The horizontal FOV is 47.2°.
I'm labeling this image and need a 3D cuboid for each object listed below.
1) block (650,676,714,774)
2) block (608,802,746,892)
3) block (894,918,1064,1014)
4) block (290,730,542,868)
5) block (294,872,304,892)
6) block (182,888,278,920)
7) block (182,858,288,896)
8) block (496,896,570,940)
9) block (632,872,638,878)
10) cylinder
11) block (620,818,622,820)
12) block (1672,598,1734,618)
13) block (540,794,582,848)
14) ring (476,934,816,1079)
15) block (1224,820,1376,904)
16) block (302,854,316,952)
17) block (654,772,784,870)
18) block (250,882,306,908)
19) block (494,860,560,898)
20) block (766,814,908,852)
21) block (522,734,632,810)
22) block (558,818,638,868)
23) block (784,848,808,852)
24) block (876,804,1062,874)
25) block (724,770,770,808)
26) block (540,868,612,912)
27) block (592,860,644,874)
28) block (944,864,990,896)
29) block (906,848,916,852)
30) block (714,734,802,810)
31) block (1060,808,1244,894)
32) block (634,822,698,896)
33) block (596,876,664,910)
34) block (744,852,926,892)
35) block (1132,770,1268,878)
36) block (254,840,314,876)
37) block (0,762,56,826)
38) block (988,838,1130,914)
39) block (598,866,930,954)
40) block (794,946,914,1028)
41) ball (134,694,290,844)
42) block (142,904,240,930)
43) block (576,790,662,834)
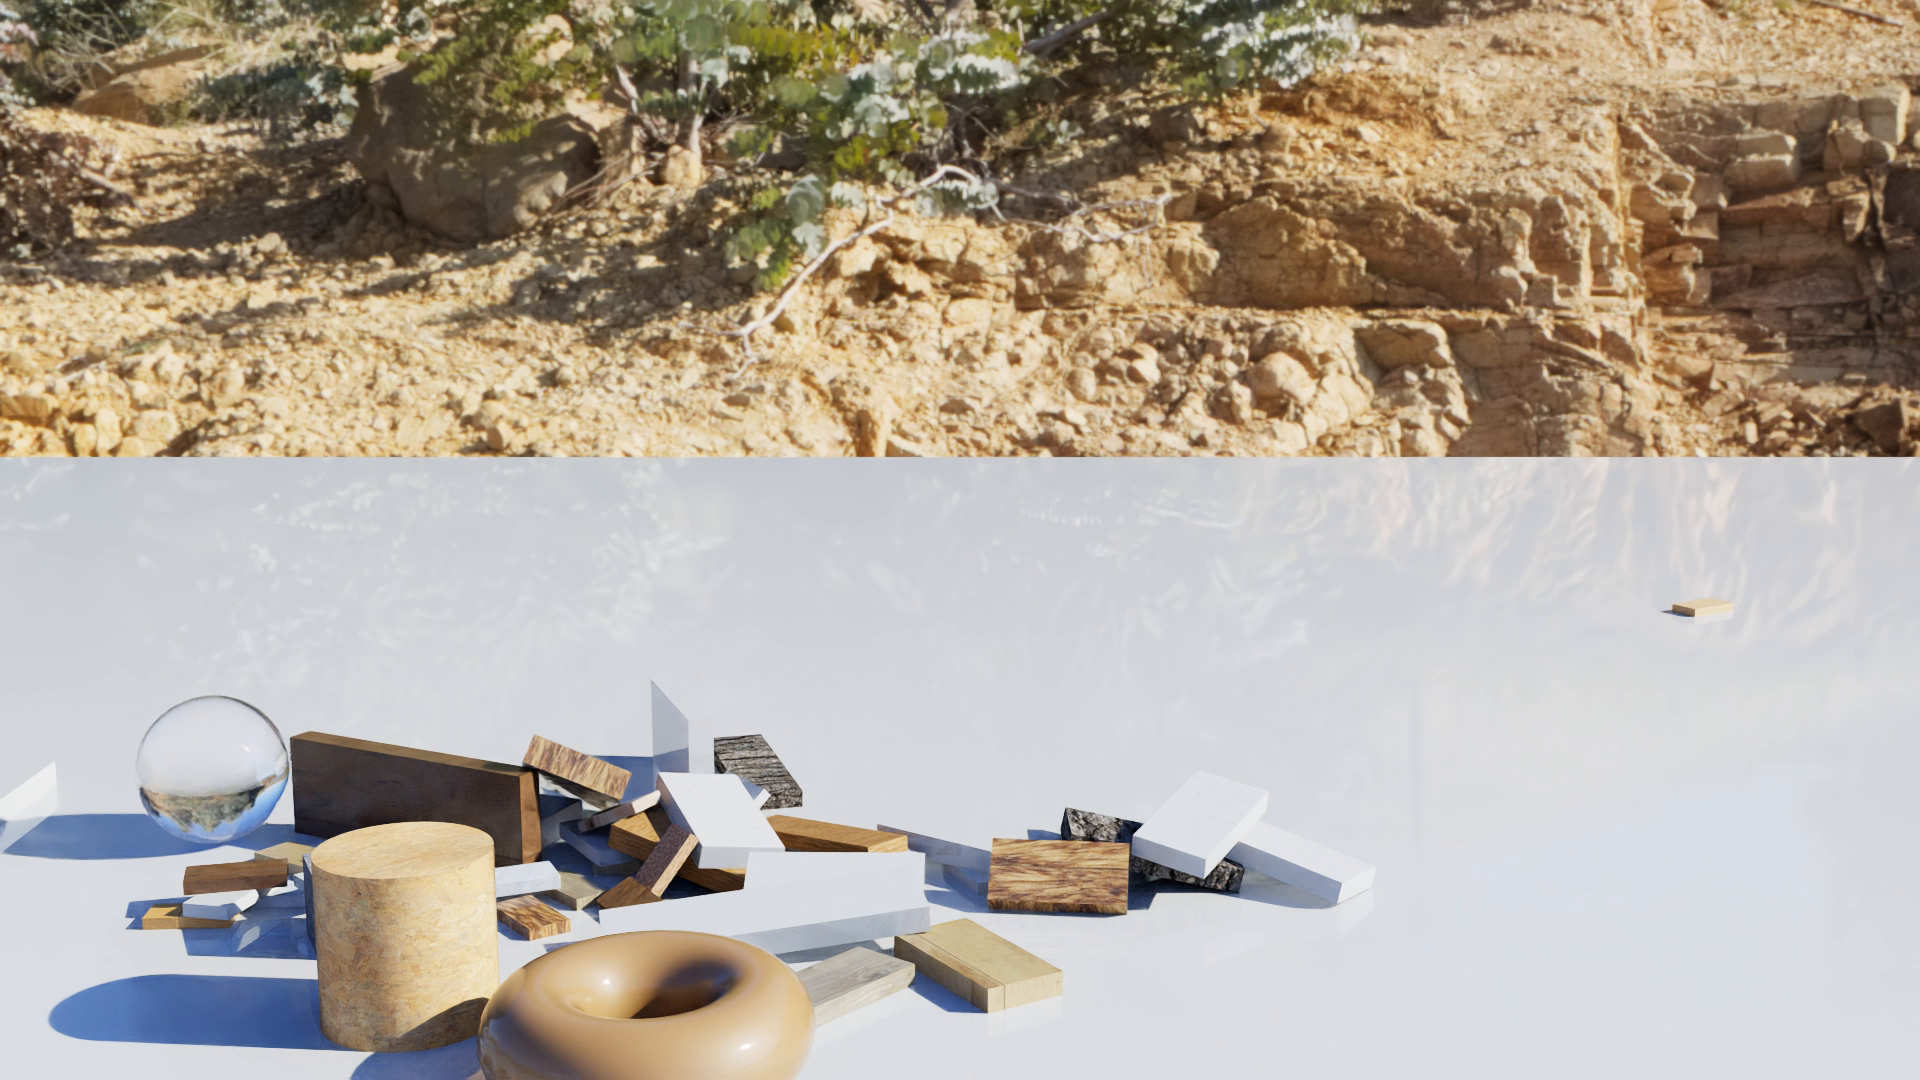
[{"bbox_3d":[-0.543,0.389,4.289,0.048,0.168,0.337,-4,11,-19],"label":"block"},{"bbox_3d":[-0.433,0.528,3.719,0.288,0.041,0.144,18,17,22],"label":"block"},{"bbox_3d":[0.025,0.638,3.310,0.132,0.037,0.264,-7,12,-32],"label":"block"},{"bbox_3d":[-0.963,0.461,3.874,0.524,0.179,0.051,6,12,27],"label":"block"},{"bbox_3d":[-1.008,0.549,3.587,0.136,0.019,0.068,-9,14,-40],"label":"block"},{"bbox_3d":[-1.183,0.577,3.572,0.079,0.022,0.158,2,11,12],"label":"block"},{"bbox_3d":[-1.182,0.550,3.595,0.160,0.023,0.080,-3,11,-15],"label":"block"},{"bbox_3d":[-0.689,0.606,3.528,0.071,0.020,0.142,-8,13,-36],"label":"block"},{"bbox_3d":[-0.530,0.579,3.694,0.045,0.013,0.090,-1,11,-5],"label":"block"},{"bbox_3d":[-0.788,0.561,3.135,0.252,0.252,0.252,0,11,0],"label":"cylinder"},{"bbox_3d":[-0.535,0.498,4.014,0.182,0.026,0.091,-1,-9,-4],"label":"block"},{"bbox_3d":[1.968,0.178,5.828,0.151,0.021,0.076,-7,12,-32],"label":"block"},{"bbox_3d":[-0.889,0.501,4.008,0.357,0.051,0.179,4,11,22],"label":"block"},{"bbox_3d":[-0.416,0.652,2.932,0.447,0.149,0.447,0,12,0],"label":"ring"},{"bbox_3d":[0.552,0.535,3.712,0.264,0.037,0.132,19,15,32],"label":"block"},{"bbox_3d":[-0.951,0.565,3.446,0.130,0.130,0.130,-5,11,-23],"label":"block"},{"bbox_3d":[-0.414,0.478,3.757,0.144,0.041,0.288,5,17,-24],"label":"block"},{"bbox_3d":[-0.989,0.584,3.646,0.353,0.019,0.068,-1,11,-4],"label":"block"},{"bbox_3d":[-0.750,0.564,3.638,0.160,0.023,0.080,-5,12,-23],"label":"block"},{"bbox_3d":[-0.241,0.518,3.834,0.338,0.026,0.091,2,8,45],"label":"block"},{"bbox_3d":[-0.691,0.420,3.926,0.179,0.051,0.357,23,-14,-7],"label":"block"},{"bbox_3d":[-0.617,0.521,3.820,0.095,0.027,0.190,-6,12,-31],"label":"block"},{"bbox_3d":[-0.262,0.543,3.875,0.058,0.016,0.115,-10,15,-44],"label":"block"},{"bbox_3d":[0.018,0.521,3.808,0.296,0.042,0.148,8,13,37],"label":"block"},{"bbox_3d":[-0.417,0.479,4.094,0.071,0.020,0.142,-50,32,-17],"label":"block"},{"bbox_3d":[-0.645,0.581,3.660,0.071,0.020,0.142,-9,14,-41],"label":"block"},{"bbox_3d":[-0.530,0.551,3.804,0.190,0.027,0.095,1,11,4],"label":"block"},{"bbox_3d":[0.035,0.566,3.740,0.076,0.021,0.151,-4,11,-22],"label":"block"},{"bbox_3d":[-0.145,0.546,3.747,0.135,0.019,0.067,-9,14,-40],"label":"block"},{"bbox_3d":[-0.407,0.453,4.317,0.113,0.032,0.410,-3,11,-16],"label":"block"},{"bbox_3d":[0.323,0.525,3.730,0.296,0.042,0.148,12,10,-4],"label":"block"},{"bbox_3d":[-0.492,0.538,3.619,0.020,0.142,0.071,41,-13,-31],"label":"block"},{"bbox_3d":[-0.530,0.588,3.548,0.068,0.019,0.135,-35,25,-22],"label":"block"},{"bbox_3d":[-0.202,0.566,3.548,0.288,0.041,0.144,0,32,1],"label":"block"},{"bbox_3d":[0.406,0.475,3.700,0.132,0.037,0.264,15,26,26],"label":"block"},{"bbox_3d":[-1.137,0.555,3.799,0.158,0.022,0.079,7,13,35],"label":"block"},{"bbox_3d":[-1.839,0.513,3.952,0.168,0.048,0.656,0,11,0],"label":"block"},{"bbox_3d":[0.163,0.551,3.605,0.226,0.032,0.113,1,54,7],"label":"block"},{"bbox_3d":[-0.303,0.589,3.402,0.496,0.042,0.148,-7,18,-10],"label":"block"},{"bbox_3d":[-0.183,0.656,3.227,0.113,0.032,0.226,9,14,39],"label":"block"},{"bbox_3d":[-1.334,0.408,3.925,0.263,0.263,0.263,0,11,0],"label":"ball"},{"bbox_3d":[-1.236,0.604,3.538,0.136,0.019,0.068,-1,11,-4],"label":"block"},{"bbox_3d":[-0.588,0.470,3.802,0.142,0.020,0.071,-22,-1,35],"label":"block"}]
